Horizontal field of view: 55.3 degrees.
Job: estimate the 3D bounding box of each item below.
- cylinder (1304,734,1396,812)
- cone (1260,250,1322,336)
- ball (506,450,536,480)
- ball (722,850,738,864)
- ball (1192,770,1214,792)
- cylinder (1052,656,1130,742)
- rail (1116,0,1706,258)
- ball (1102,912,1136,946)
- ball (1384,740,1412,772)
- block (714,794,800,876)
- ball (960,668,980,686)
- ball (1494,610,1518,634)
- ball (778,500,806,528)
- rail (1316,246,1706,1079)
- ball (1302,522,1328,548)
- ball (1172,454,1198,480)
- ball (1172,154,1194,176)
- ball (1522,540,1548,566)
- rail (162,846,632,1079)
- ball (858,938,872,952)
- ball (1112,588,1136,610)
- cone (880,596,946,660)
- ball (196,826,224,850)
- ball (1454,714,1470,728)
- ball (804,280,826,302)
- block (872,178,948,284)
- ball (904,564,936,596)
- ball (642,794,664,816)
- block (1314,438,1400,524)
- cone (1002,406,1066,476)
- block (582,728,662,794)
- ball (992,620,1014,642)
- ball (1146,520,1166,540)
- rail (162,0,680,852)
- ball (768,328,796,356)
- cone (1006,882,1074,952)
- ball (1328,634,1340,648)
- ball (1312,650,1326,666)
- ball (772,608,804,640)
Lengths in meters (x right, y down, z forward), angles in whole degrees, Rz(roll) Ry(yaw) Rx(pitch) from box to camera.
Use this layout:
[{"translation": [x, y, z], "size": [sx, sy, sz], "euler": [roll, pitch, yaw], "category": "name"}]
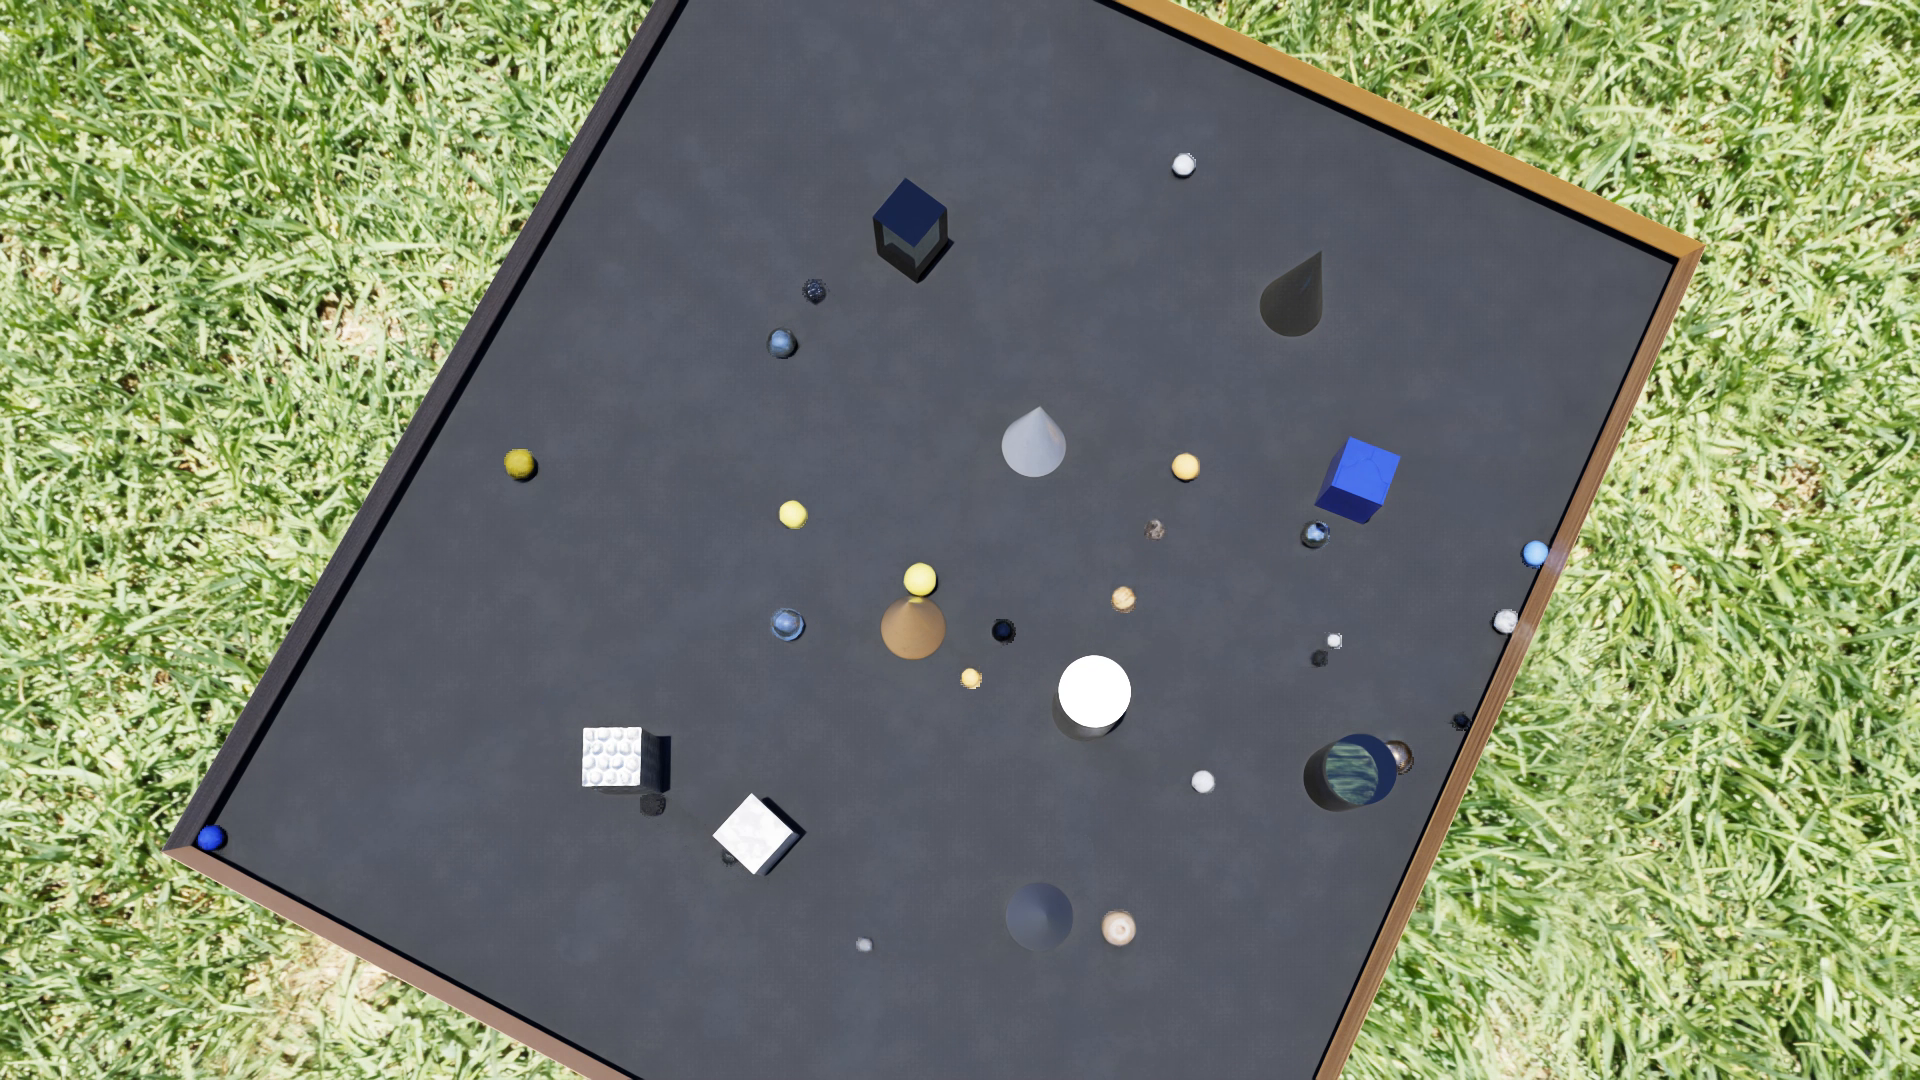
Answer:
[{"translation": [1.124, 0.677, 5.300], "size": [0.199, 0.346, 0.199], "euler": [0, 78, 0], "category": "cylinder"}, {"translation": [1.043, -0.785, 5.526], "size": [0.199, 0.496, 0.199], "euler": [0, 78, 0], "category": "cone"}, {"translation": [-1.349, -0.230, 5.619], "size": [0.089, 0.089, 0.089], "euler": [0, 78, 0], "category": "ball"}, {"translation": [-0.679, 0.932, 5.399], "size": [0.048, 0.048, 0.048], "euler": [0, 78, 0], "category": "ball"}, {"translation": [0.719, 0.716, 5.435], "size": [0.066, 0.066, 0.066], "euler": [0, 78, 0], "category": "ball"}, {"translation": [0.375, 0.464, 5.305], "size": [0.199, 0.422, 0.199], "euler": [0, 78, 0], "category": "cylinder"}, {"translation": [0.823, -1.605, 5.882], "size": [3.307, 0.129, 0.045], "euler": [26, 80, 5], "category": "rail"}, {"translation": [0.462, 1.131, 5.332], "size": [0.099, 0.099, 0.099], "euler": [0, 78, 0], "category": "ball"}, {"translation": [1.291, 0.641, 5.434], "size": [0.097, 0.097, 0.097], "euler": [0, 78, 0], "category": "ball"}, {"translation": [-0.585, 0.855, 5.301], "size": [0.159, 0.271, 0.159], "euler": [42, 81, 8], "category": "block"}, {"translation": [0.031, 0.413, 5.503], "size": [0.055, 0.055, 0.055], "euler": [0, 78, 0], "category": "ball"}, {"translation": [1.648, 0.248, 5.530], "size": [0.070, 0.070, 0.070], "euler": [0, 78, 0], "category": "ball"}, {"translation": [-0.512, -0.079, 5.592], "size": [0.082, 0.082, 0.082], "euler": [0, 78, 0], "category": "ball"}, {"translation": [1.458, 0.721, 5.400], "size": [0.045, 0.129, 3.728], "euler": [26, 80, 5], "category": "rail"}, {"translation": [1.081, -0.017, 5.580], "size": [0.080, 0.080, 0.080], "euler": [0, 78, 0], "category": "ball"}, {"translation": [0.692, -0.225, 5.622], "size": [0.081, 0.081, 0.081], "euler": [0, 78, 0], "category": "ball"}, {"translation": [0.711, -1.190, 5.828], "size": [0.068, 0.068, 0.068], "euler": [0, 78, 0], "category": "ball"}, {"translation": [1.750, 0.041, 5.570], "size": [0.076, 0.076, 0.076], "euler": [0, 78, 0], "category": "ball"}, {"translation": [-0.823, 1.619, 5.214], "size": [3.307, 0.129, 0.045], "euler": [26, 80, 5], "category": "rail"}, {"translation": [-0.275, 1.182, 5.351], "size": [0.042, 0.042, 0.042], "euler": [0, 78, 0], "category": "ball"}, {"translation": [0.495, 0.178, 5.544], "size": [0.070, 0.070, 0.070], "euler": [0, 78, 0], "category": "ball"}, {"translation": [-0.141, 0.218, 5.333], "size": [0.199, 0.468, 0.199], "euler": [0, 78, 0], "category": "cone"}, {"translation": [-2.208, 0.879, 5.397], "size": [0.074, 0.074, 0.074], "euler": [0, 78, 0], "category": "ball"}, {"translation": [1.499, 0.542, 5.481], "size": [0.046, 0.046, 0.046], "euler": [0, 78, 0], "category": "ball"}, {"translation": [-0.455, -0.781, 5.745], "size": [0.065, 0.065, 0.065], "euler": [0, 78, 0], "category": "ball"}, {"translation": [-0.150, -0.950, 5.652], "size": [0.159, 0.316, 0.159], "euler": [37, 81, 7], "category": "block"}, {"translation": [-0.119, 0.120, 5.541], "size": [0.100, 0.100, 0.100], "euler": [0, 78, 0], "category": "ball"}, {"translation": [-0.910, 0.782, 5.421], "size": [0.066, 0.066, 0.066], "euler": [0, 78, 0], "category": "ball"}, {"translation": [1.194, -0.176, 5.516], "size": [0.159, 0.268, 0.159], "euler": [22, 79, 4], "category": "block"}, {"translation": [0.229, -0.337, 5.457], "size": [0.199, 0.449, 0.199], "euler": [0, 78, 0], "category": "cone"}, {"translation": [-0.971, 0.642, 5.292], "size": [0.159, 0.376, 0.159], "euler": [-1, 78, 0], "category": "block"}, {"translation": [0.129, 0.276, 5.526], "size": [0.065, 0.065, 0.065], "euler": [0, 78, 0], "category": "ball"}, {"translation": [0.597, -0.032, 5.593], "size": [0.060, 0.060, 0.060], "euler": [0, 78, 0], "category": "ball"}, {"translation": [-1.458, -0.707, 5.696], "size": [0.045, 0.129, 3.728], "euler": [26, 80, 5], "category": "rail"}, {"translation": [-0.555, -0.616, 5.699], "size": [0.089, 0.089, 0.089], "euler": [0, 78, 0], "category": "ball"}, {"translation": [0.234, 1.059, 5.154], "size": [0.199, 0.477, 0.199], "euler": [0, 78, 0], "category": "cone"}, {"translation": [1.129, 0.305, 5.533], "size": [0.041, 0.041, 0.041], "euler": [0, 78, 0], "category": "ball"}, {"translation": [1.081, 0.356, 5.520], "size": [0.045, 0.045, 0.045], "euler": [0, 78, 0], "category": "ball"}, {"translation": [-0.520, 0.254, 5.515], "size": [0.095, 0.095, 0.095], "euler": [0, 78, 0], "category": "ball"}]
